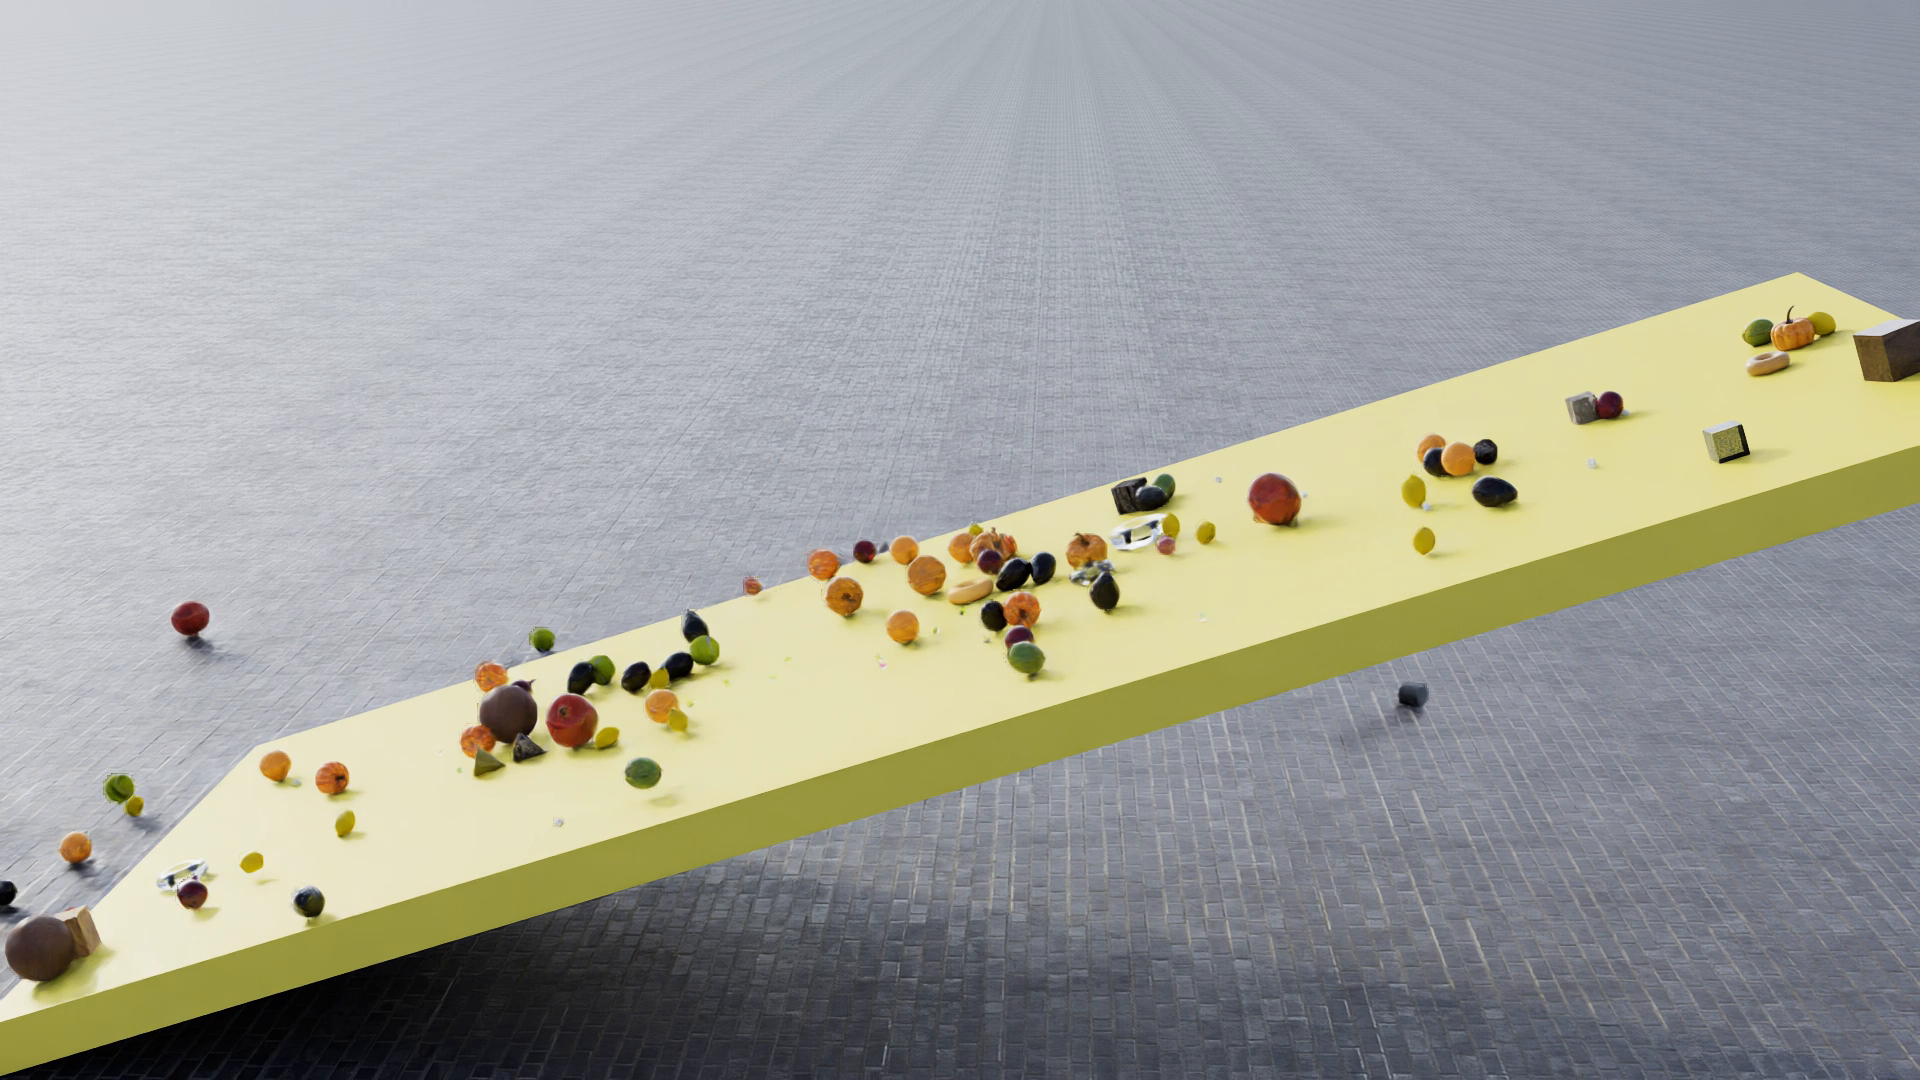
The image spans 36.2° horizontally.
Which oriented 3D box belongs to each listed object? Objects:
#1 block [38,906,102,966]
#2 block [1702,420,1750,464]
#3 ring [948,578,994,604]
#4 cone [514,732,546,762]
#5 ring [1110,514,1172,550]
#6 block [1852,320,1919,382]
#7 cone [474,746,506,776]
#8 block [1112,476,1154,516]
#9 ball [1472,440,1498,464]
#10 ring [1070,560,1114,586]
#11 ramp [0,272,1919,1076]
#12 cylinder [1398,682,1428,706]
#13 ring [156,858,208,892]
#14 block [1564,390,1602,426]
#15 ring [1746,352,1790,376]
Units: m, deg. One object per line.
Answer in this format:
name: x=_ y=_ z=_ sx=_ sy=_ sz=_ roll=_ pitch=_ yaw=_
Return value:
block: x=-1.766 y=0.785 z=5.832 sx=0.082 sy=0.082 sz=0.082 roll=-18 pitch=10 yaw=1
block: x=1.436 y=-0.184 z=5.512 sx=0.060 sy=0.060 sz=0.060 roll=-18 pitch=10 yaw=0
ring: x=0.022 y=0.112 z=6.442 sx=0.105 sy=0.035 sz=0.105 roll=-16 pitch=11 yaw=3
cone: x=-0.915 y=0.449 z=6.288 sx=0.065 sy=0.065 sz=0.065 roll=10 pitch=12 yaw=3
ring: x=0.396 y=-0.017 z=6.445 sx=0.143 sy=0.048 sz=0.143 roll=-19 pitch=9 yaw=3
block: x=1.818 y=-0.369 z=5.730 sx=0.095 sy=0.095 sz=0.095 roll=-21 pitch=11 yaw=-15
cone: x=-1.000 y=0.477 z=6.283 sx=0.066 sy=0.066 sz=0.066 roll=8 pitch=11 yaw=-5
block: x=0.400 y=-0.103 z=6.836 sx=0.064 sy=0.064 sz=0.064 roll=-11 pitch=12 yaw=32
ball: x=1.092 y=-0.183 z=6.112 sx=0.052 sy=0.052 sz=0.052 roll=0 pitch=11 yaw=0
ring: x=0.279 y=0.069 z=6.234 sx=0.098 sy=0.033 sz=0.098 roll=-19 pitch=9 yaw=3
ramp: x=0.100 y=0.183 z=6.311 sx=4.000 sy=0.100 sz=2.000 roll=-17 pitch=10 yaw=5
cylinder: x=1.268 y=0.434 z=8.235 sx=0.059 sy=0.059 sz=0.059 roll=8 pitch=14 yaw=36
ring: x=-1.629 y=0.701 z=6.159 sx=0.113 sy=0.038 sz=0.113 roll=-19 pitch=10 yaw=3
block: x=1.318 y=-0.278 z=6.218 sx=0.054 sy=0.054 sz=0.054 roll=-18 pitch=10 yaw=1
ring: x=1.685 y=-0.369 z=6.136 sx=0.094 sy=0.031 sz=0.094 roll=-17 pitch=12 yaw=4
